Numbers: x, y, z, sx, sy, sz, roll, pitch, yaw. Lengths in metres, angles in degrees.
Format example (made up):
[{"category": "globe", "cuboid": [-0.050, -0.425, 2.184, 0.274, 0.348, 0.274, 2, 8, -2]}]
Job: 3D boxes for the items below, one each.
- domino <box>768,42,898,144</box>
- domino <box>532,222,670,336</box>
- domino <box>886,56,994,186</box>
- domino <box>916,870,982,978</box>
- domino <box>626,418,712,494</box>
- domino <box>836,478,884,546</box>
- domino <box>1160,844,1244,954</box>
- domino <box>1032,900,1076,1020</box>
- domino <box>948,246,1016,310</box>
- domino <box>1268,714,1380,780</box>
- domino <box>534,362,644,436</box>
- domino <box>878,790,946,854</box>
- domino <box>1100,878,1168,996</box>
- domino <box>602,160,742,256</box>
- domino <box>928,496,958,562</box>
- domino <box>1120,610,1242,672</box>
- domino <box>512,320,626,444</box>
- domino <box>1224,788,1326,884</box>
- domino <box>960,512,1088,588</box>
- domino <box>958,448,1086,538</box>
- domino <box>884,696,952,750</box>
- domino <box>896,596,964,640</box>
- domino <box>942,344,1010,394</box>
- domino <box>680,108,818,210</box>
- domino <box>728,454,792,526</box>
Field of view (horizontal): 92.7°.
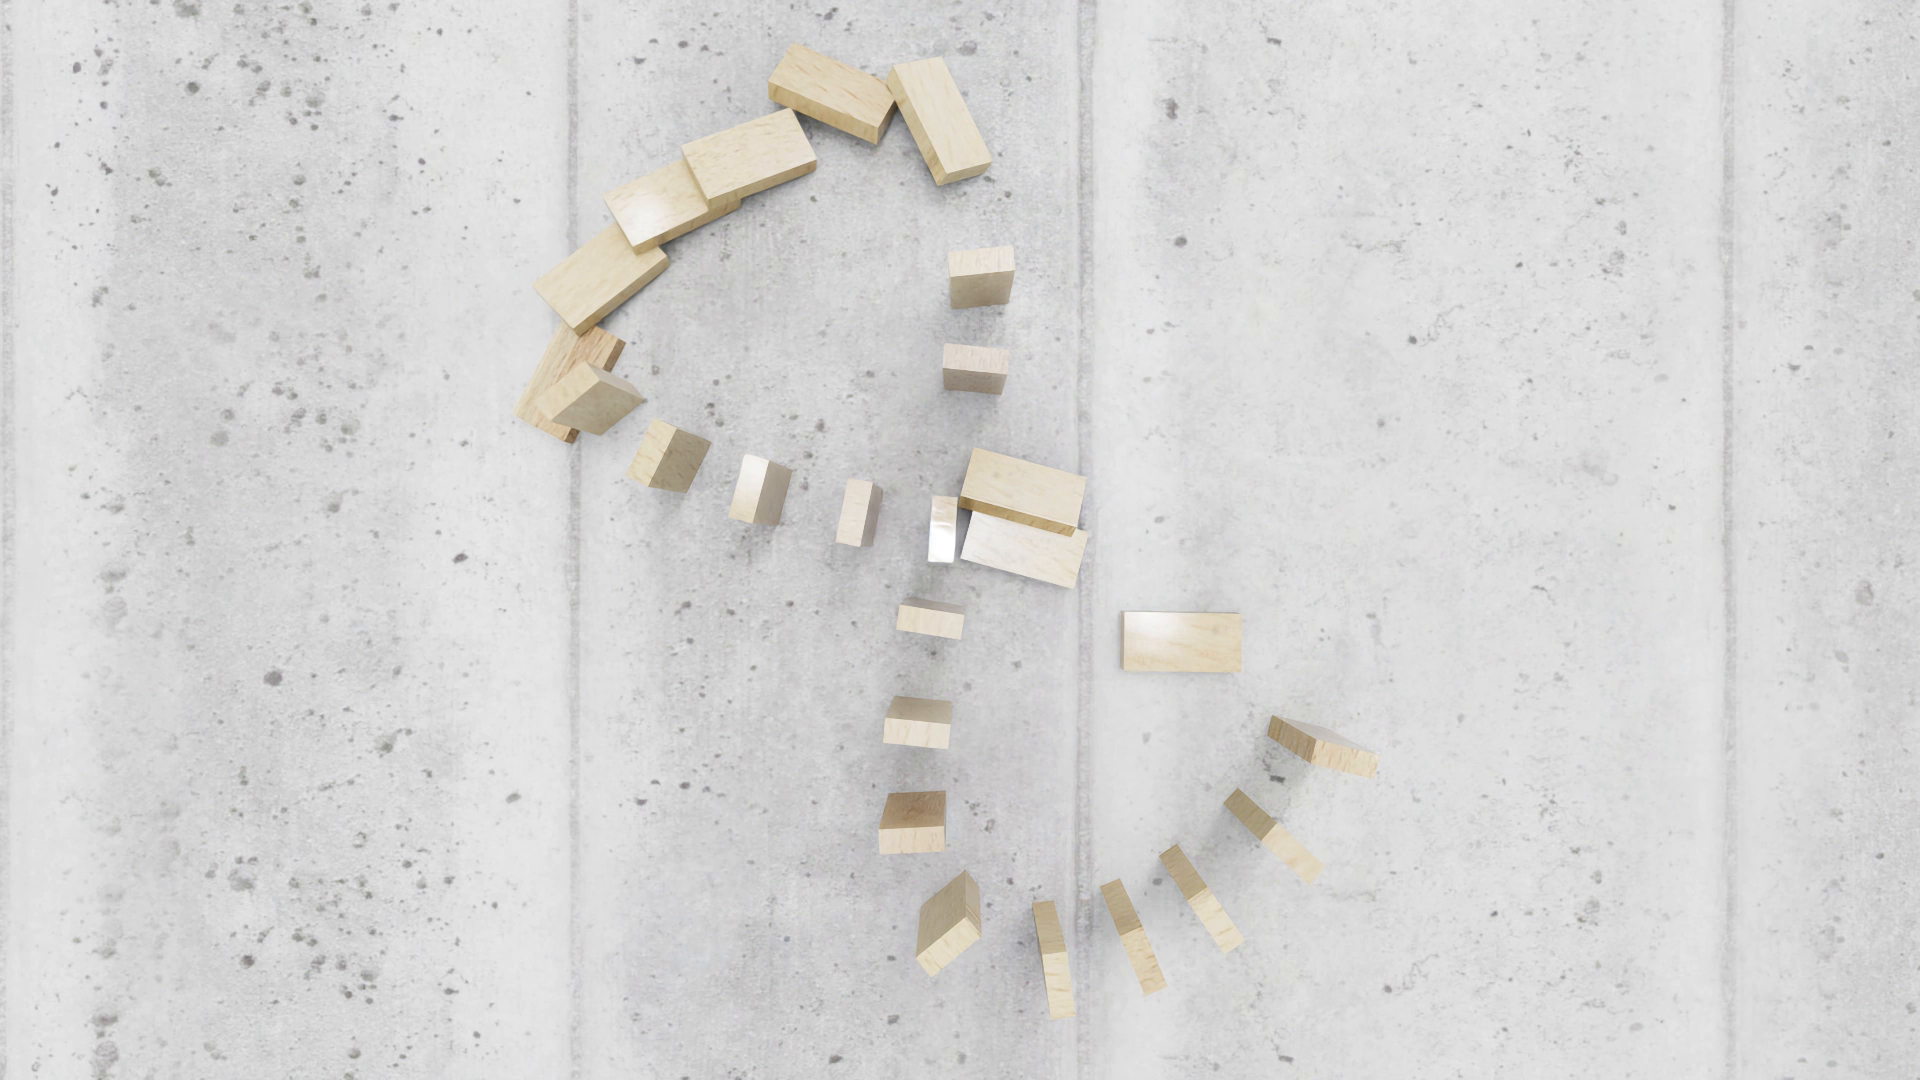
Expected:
[{"category": "domino", "cuboid": [-0.053, -0.191, 0.391, 0.050, 0.010, 0.025, 23, 68, 0]}, {"category": "domino", "cuboid": [-0.152, -0.113, 0.390, 0.050, 0.009, 0.025, -44, 90, -13]}, {"category": "domino", "cuboid": [-0.009, -0.178, 0.390, 0.025, 0.010, 0.050, -26, 90, -27]}, {"category": "domino", "cuboid": [-0.004, 0.156, 0.375, 0.025, 0.050, 0.009, -39, 90, 0]}, {"category": "domino", "cuboid": [-0.118, -0.034, 0.375, 0.009, 0.050, 0.025, 26, 90, 0]}, {"category": "domino", "cuboid": [-0.040, -0.011, 0.375, 0.009, 0.050, 0.025, 11, 90, 0]}, {"category": "domino", "cuboid": [0.098, 0.145, 0.375, 0.009, 0.050, 0.025, -35, 90, 0]}, {"category": "domino", "cuboid": [0.038, 0.170, 0.375, 0.010, 0.050, 0.025, -8, 90, 0]}, {"category": "domino", "cuboid": [0.008, -0.107, 0.375, 0.025, 0.050, 0.010, -6, 90, 0]}, {"category": "domino", "cuboid": [0.147, 0.084, 0.375, 0.025, 0.050, 0.009, 14, 90, 0]}, {"category": "domino", "cuboid": [-0.150, -0.057, 0.375, 0.025, 0.050, 0.010, -39, 90, 0]}, {"category": "domino", "cuboid": [-0.018, 0.115, 0.375, 0.025, 0.050, 0.010, -3, 90, 0]}, {"category": "domino", "cuboid": [0.070, 0.161, 0.375, 0.010, 0.050, 0.025, -23, 90, 0]}, {"category": "domino", "cuboid": [-0.122, -0.144, 0.390, 0.050, 0.009, 0.025, -31, 90, -13]}, {"category": "domino", "cuboid": [-0.007, -0.004, 0.375, 0.009, 0.050, 0.025, 4, 90, 0]}, {"category": "domino", "cuboid": [0.095, 0.044, 0.395, 0.050, 0.009, 0.025, 1, 90, 0]}, {"category": "domino", "cuboid": [-0.168, -0.070, 0.395, 0.025, 0.009, 0.050, 28, 90, 0]}, {"category": "domino", "cuboid": [0.127, 0.120, 0.375, 0.025, 0.050, 0.009, 42, 90, 0]}, {"category": "domino", "cuboid": [0.028, 0.002, 0.395, 0.050, 0.010, 0.025, 15, 90, 0]}, {"category": "domino", "cuboid": [0.027, -0.020, 0.390, 0.050, 0.009, 0.025, 15, 62, 0]}, {"category": "domino", "cuboid": [-0.017, 0.074, 0.375, 0.025, 0.050, 0.009, 6, 90, 0]}, {"category": "domino", "cuboid": [-0.011, 0.031, 0.375, 0.025, 0.050, 0.010, 9, 90, 0]}, {"category": "domino", "cuboid": [0.006, -0.069, 0.375, 0.025, 0.050, 0.010, 6, 90, 0]}, {"category": "domino", "cuboid": [-0.089, -0.162, 0.389, 0.050, 0.010, 0.025, -27, 89, -14]}, {"category": "domino", "cuboid": [-0.081, -0.020, 0.375, 0.009, 0.050, 0.025, 15, 90, 0]}]
